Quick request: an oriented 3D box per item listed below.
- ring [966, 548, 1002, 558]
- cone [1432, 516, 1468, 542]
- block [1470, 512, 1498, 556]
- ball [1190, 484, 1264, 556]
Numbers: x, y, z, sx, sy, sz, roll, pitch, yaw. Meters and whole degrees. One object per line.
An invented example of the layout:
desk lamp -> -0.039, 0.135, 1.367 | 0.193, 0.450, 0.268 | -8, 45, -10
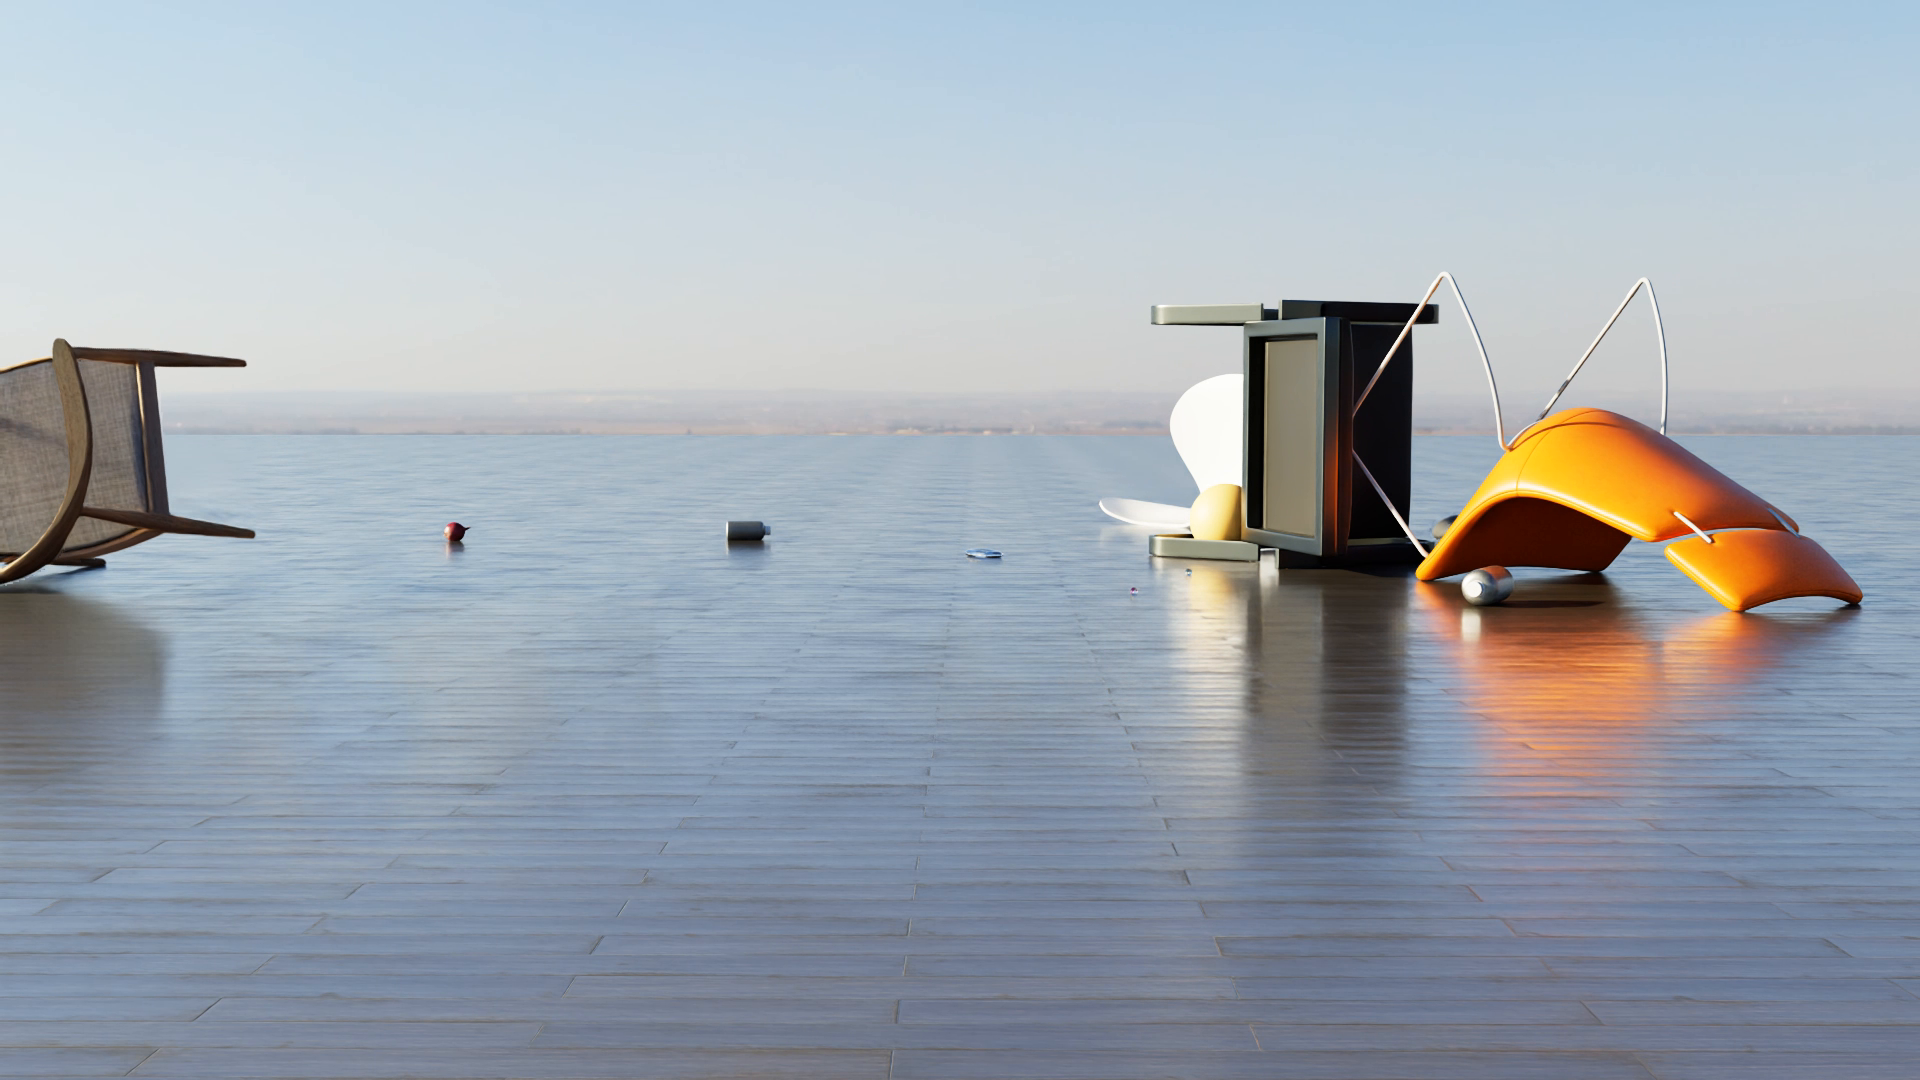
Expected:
ring -> 0.064, 0.036, 5.887 | 0.075, 0.018, 0.148 | -3, 5, -32
cone -> 1.471, -0.014, 6.475 | 0.135, 0.085, 0.086 | -6, 33, -30
block -> 1.430, -0.017, 6.000 | 0.069, 0.109, 0.154 | 1, 4, 16
ball -> 0.714, -0.054, 5.894 | 0.197, 0.197, 0.197 | 0, 4, 0
